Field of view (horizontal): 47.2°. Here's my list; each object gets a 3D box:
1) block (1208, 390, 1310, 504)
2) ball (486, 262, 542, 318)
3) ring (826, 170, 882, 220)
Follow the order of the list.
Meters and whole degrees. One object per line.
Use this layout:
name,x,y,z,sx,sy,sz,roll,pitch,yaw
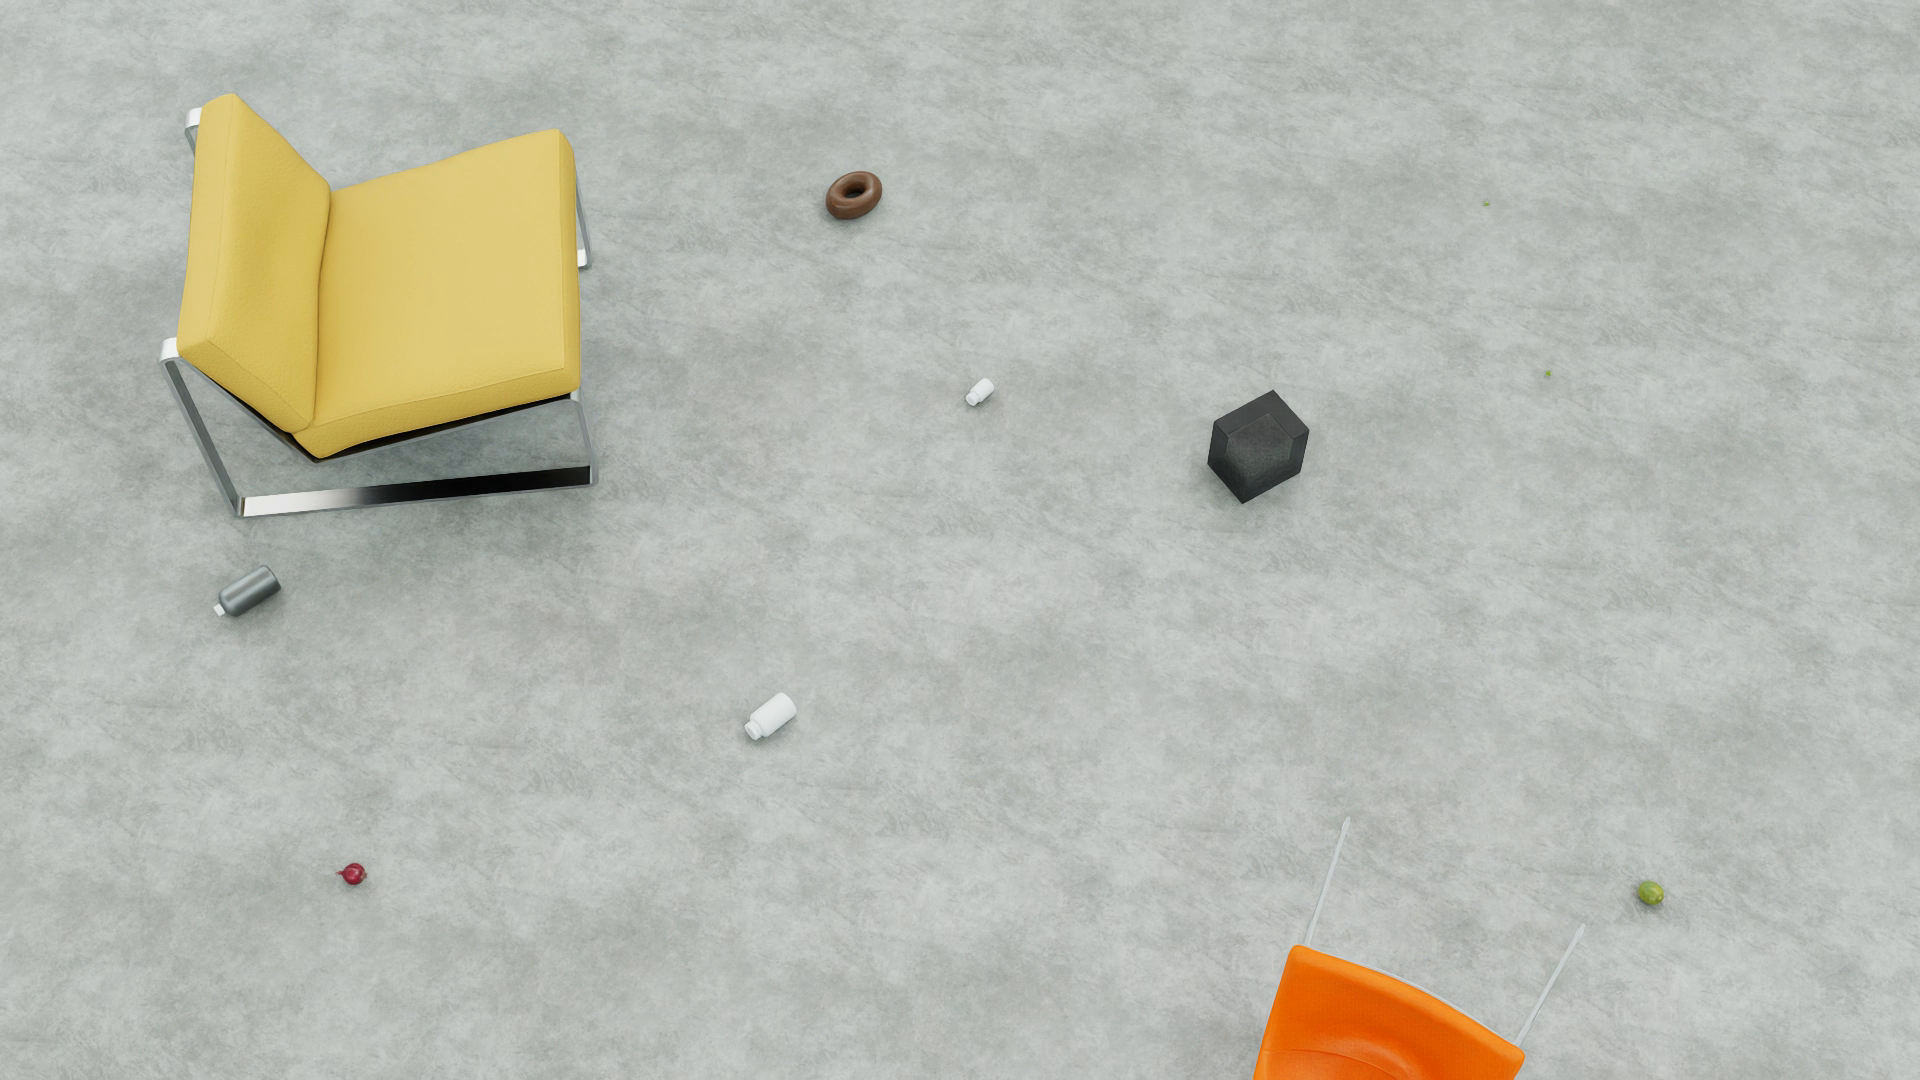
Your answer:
block,0.898,-0.280,6.631,0.220,0.218,0.180,-28,61,-17
ball,-1.421,-0.799,7.003,0.177,0.177,0.177,0,56,0
ring,-0.352,-1.143,7.293,0.213,0.082,0.157,-37,65,-23
